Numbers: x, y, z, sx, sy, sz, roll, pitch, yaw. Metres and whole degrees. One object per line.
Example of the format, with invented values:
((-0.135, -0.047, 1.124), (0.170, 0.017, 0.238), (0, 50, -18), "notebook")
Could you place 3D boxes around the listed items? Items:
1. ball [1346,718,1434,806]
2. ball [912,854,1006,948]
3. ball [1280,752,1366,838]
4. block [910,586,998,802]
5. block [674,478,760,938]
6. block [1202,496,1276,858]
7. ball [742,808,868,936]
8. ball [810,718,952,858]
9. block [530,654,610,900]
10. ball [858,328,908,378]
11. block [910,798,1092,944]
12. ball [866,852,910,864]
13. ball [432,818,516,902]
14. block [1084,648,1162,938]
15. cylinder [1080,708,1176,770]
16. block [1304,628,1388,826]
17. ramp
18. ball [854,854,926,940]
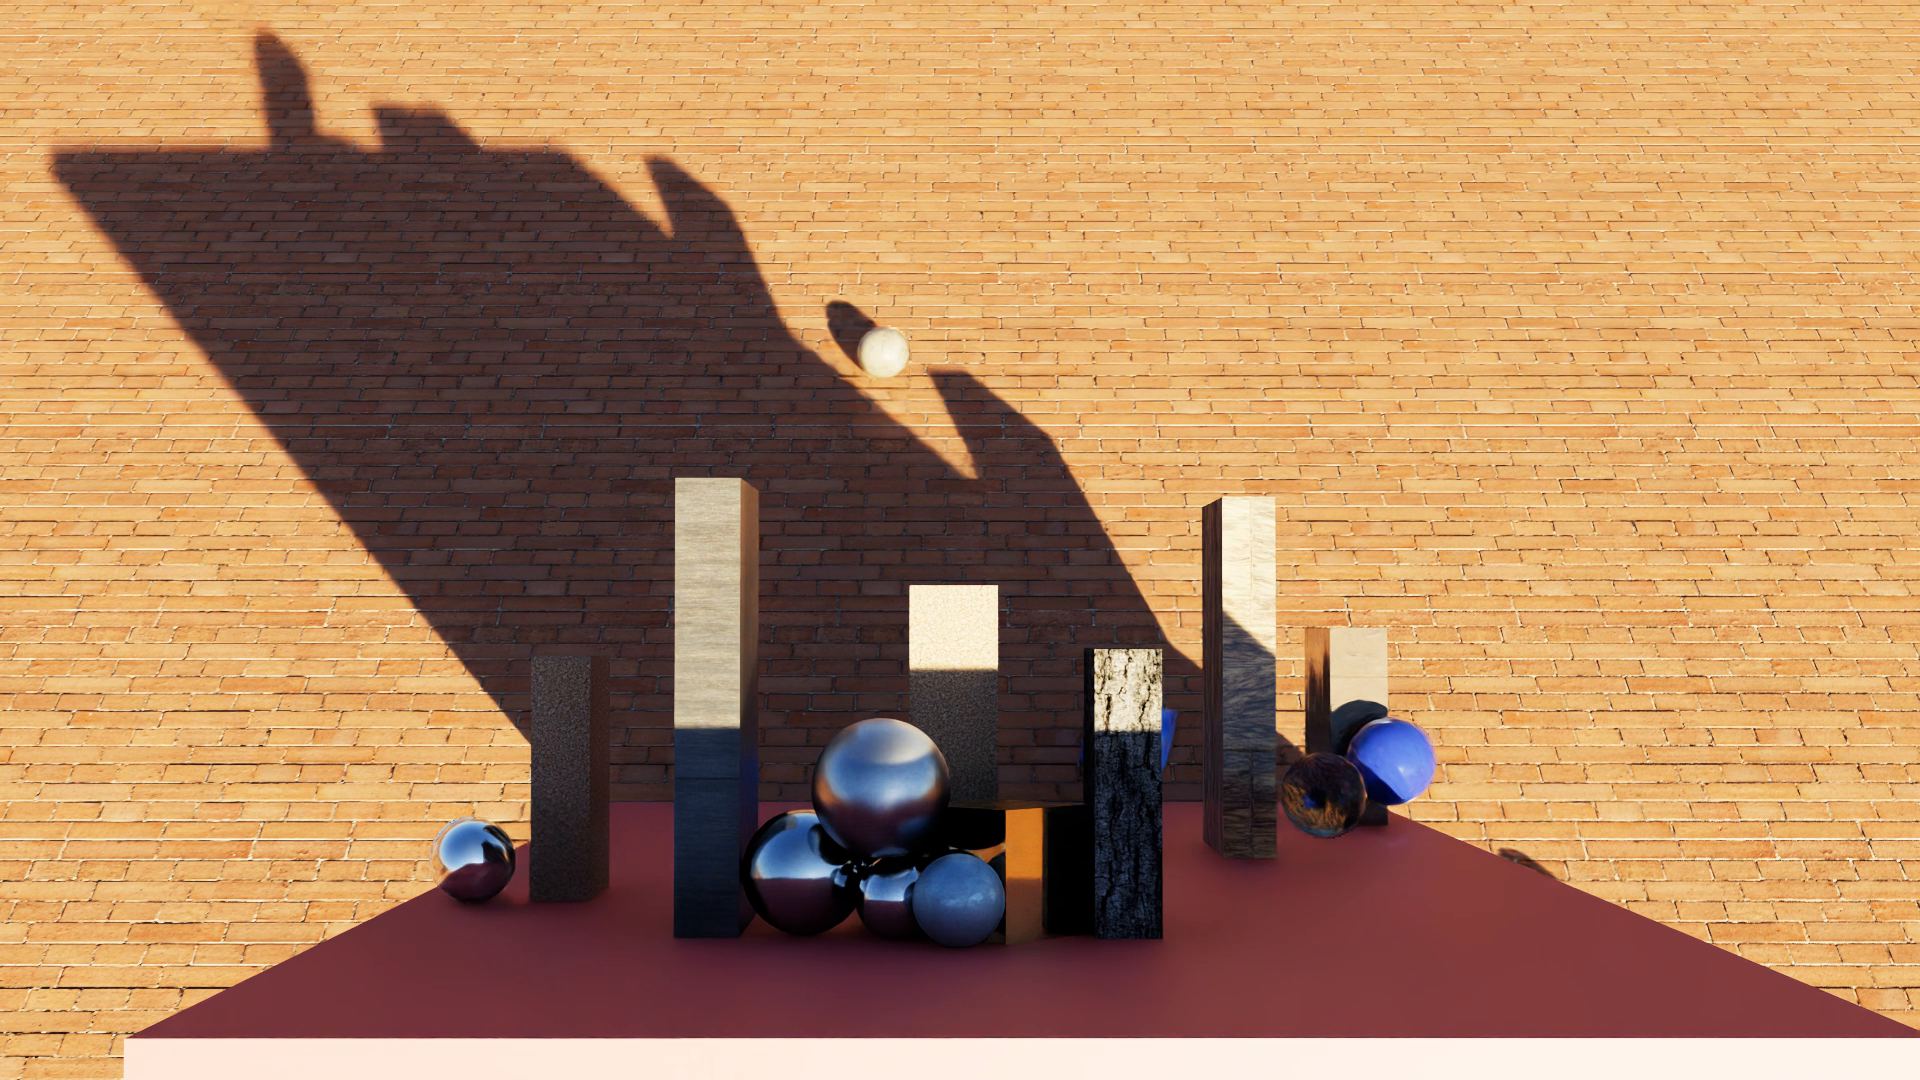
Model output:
((0.984, 0.507, 5.943), (0.201, 0.201, 0.201), (0, 36, 0), "ball")
((-0.002, 0.513, 3.700), (0.133, 0.133, 0.133), (0, 36, 0), "ball")
((0.721, 0.505, 5.151), (0.168, 0.168, 0.168), (0, 36, 0), "ball")
((-0.010, 0.339, 4.286), (0.138, 0.521, 0.423), (0, -2, 0), "block")
((-0.372, 0.252, 3.996), (0.096, 0.675, 0.353), (0, -2, 0), "block")
((0.576, 0.280, 5.389), (0.105, 0.718, 0.439), (0, -2, 0), "block")
((-0.230, 0.492, 3.854), (0.186, 0.186, 0.186), (0, 36, 0), "ball")
((-0.115, 0.360, 3.770), (0.204, 0.204, 0.204), (0, 36, 0), "ball")
((-0.669, 0.403, 4.470), (0.099, 0.408, 0.245), (0, -2, 0), "block")
((-0.257, -0.625, 8.689), (0.172, 0.172, 0.172), (0, 36, 0), "ball")
((0.062, 0.489, 3.864), (0.192, 0.192, 0.192), (-2, -3, 43), "block")
((-0.091, 0.494, 3.977), (0.186, 0.186, 0.186), (0, 36, 0), "ball")
((-0.808, 0.532, 4.320), (0.139, 0.139, 0.139), (0, 36, 0), "ball")
((0.247, 0.377, 3.970), (0.099, 0.423, 0.329), (0, -2, 0), "block")
((0.455, 0.535, 7.020), (0.208, 0.208, 0.208), (15, 38, 12), "cylinder")
((0.929, 0.441, 6.269), (0.133, 0.458, 0.445), (0, -2, 0), "block")
((0.078, 0.671, 4.862), (2.000, 0.100, 4.000), (0, -2, 0), "ramp")
((-0.092, 0.521, 3.791), (0.124, 0.124, 0.124), (0, 36, 0), "ball")
